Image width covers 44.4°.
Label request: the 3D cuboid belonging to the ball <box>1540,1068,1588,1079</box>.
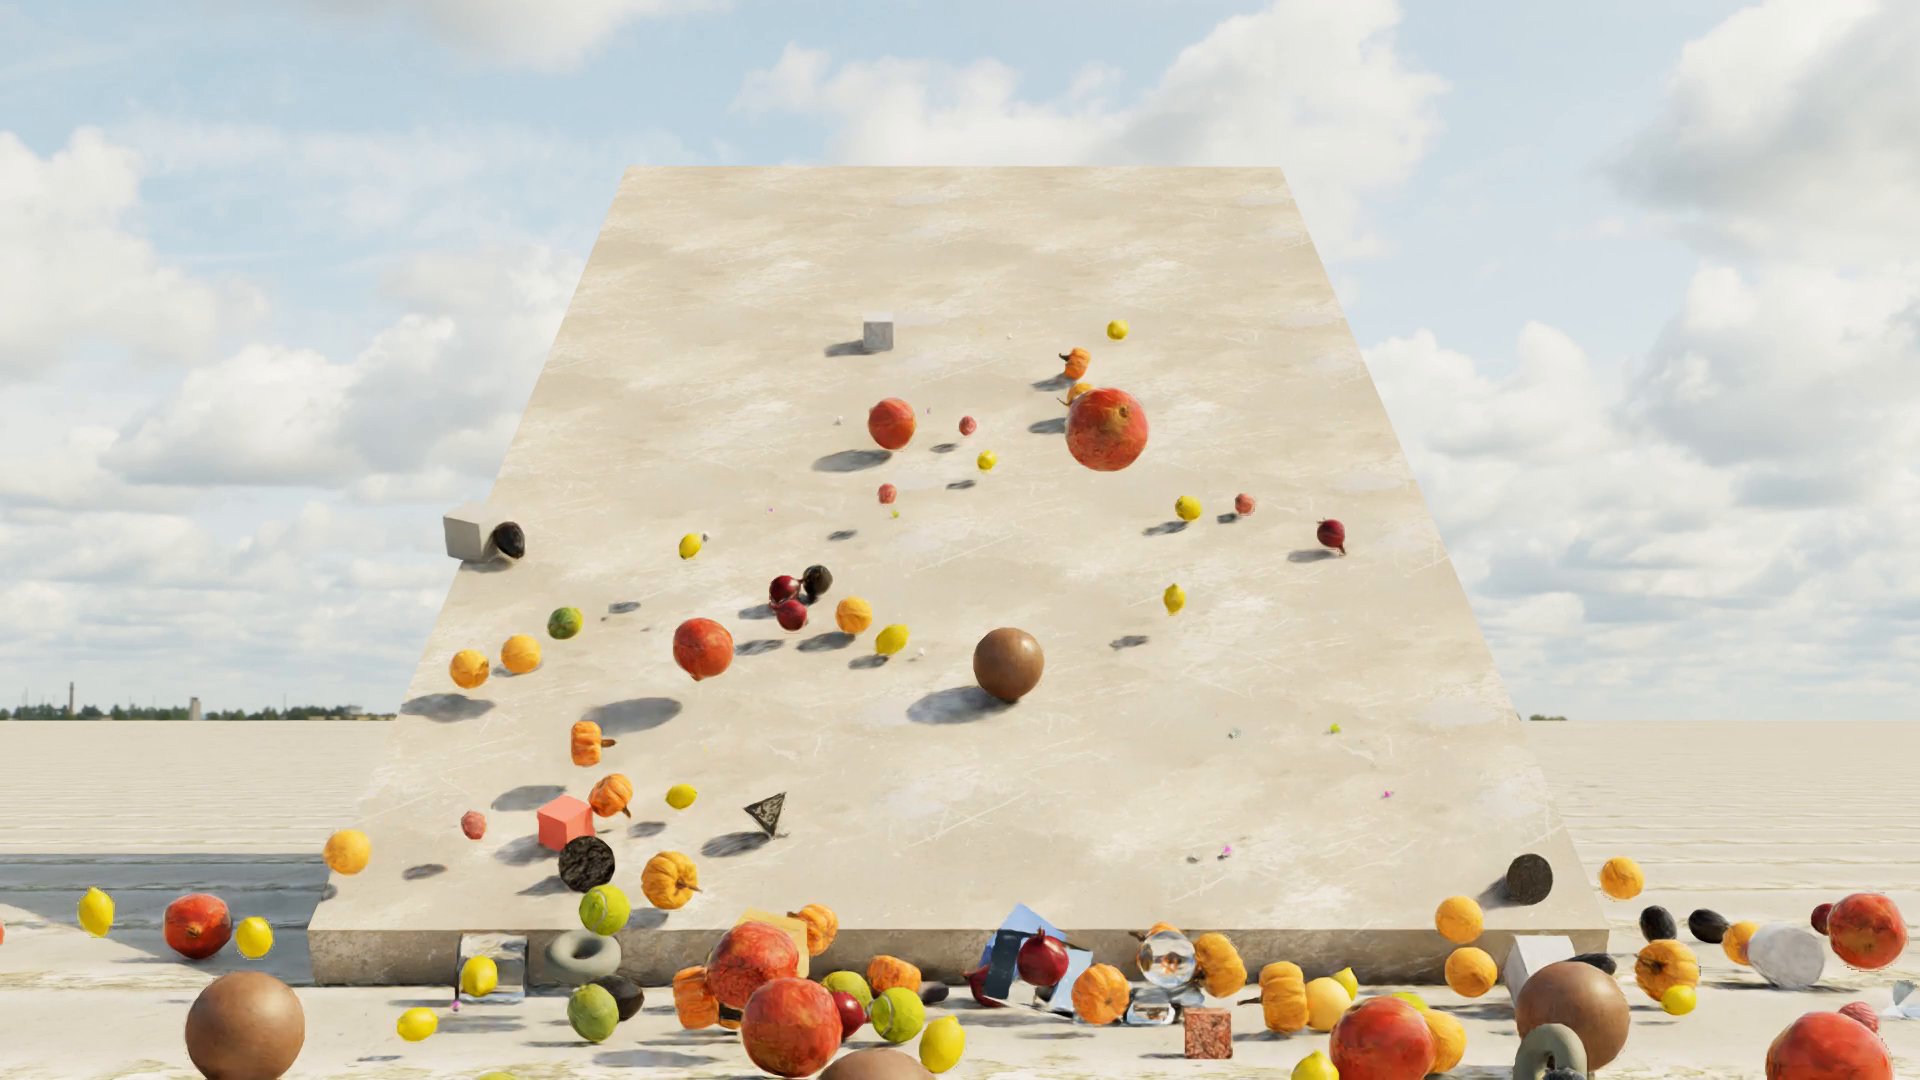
[{"bbox_3d":[0.609,0.563,2.373,0.060,0.060,0.060,0,-4,0],"label":"ball"}]

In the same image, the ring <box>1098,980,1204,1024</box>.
[{"bbox_3d":[0.261,0.631,3.214,0.147,0.049,0.147,1,-5,0],"label":"ring"}]

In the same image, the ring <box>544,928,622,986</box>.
[{"bbox_3d":[-0.564,0.623,3.521,0.115,0.038,0.115,1,26,0],"label":"ring"}]

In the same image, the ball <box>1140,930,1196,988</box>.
[{"bbox_3d":[0.281,0.568,3.186,0.078,0.078,0.078,0,-4,0],"label":"ball"}]

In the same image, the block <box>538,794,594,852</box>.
[{"bbox_3d":[-0.639,0.462,3.820,0.062,0.062,0.062,16,30,30],"label":"block"}]

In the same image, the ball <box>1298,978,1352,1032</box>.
[{"bbox_3d":[0.479,0.611,3.094,0.070,0.070,0.070,0,-4,0],"label":"ball"}]

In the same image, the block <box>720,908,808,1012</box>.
[{"bbox_3d":[-0.276,0.592,3.325,0.092,0.092,0.092,11,29,19],"label":"block"}]

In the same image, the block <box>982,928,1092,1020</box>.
[{"bbox_3d":[0.106,0.593,3.218,0.095,0.095,0.095,-1,-21,46],"label":"block"}]

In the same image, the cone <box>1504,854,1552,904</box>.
[{"bbox_3d":[0.879,0.531,3.715,0.081,0.081,0.081,1,-2,-16],"label":"cone"}]

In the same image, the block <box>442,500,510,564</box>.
[{"bbox_3d":[-0.981,-0.017,4.774,0.090,0.090,0.090,12,28,23],"label":"block"}]

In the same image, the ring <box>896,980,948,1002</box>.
[{"bbox_3d":[-0.056,0.658,3.430,0.078,0.026,0.078,0,-4,0],"label":"ring"}]

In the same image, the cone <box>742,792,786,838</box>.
[{"bbox_3d":[-0.306,0.435,3.835,0.071,0.071,0.071,40,-13,11],"label":"cone"}]

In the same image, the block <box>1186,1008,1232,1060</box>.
[{"bbox_3d":[0.303,0.603,2.875,0.054,0.054,0.054,0,-4,3],"label":"block"}]

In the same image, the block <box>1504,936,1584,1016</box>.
[{"bbox_3d":[0.809,0.605,3.267,0.077,0.077,0.077,0,39,-6],"label":"block"}]

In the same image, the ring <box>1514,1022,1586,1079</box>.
[{"bbox_3d":[0.615,0.552,2.455,0.032,0.097,0.097,19,-11,-23],"label":"ring"}]

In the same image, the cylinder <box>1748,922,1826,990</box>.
[{"bbox_3d":[1.267,0.638,3.612,0.094,0.094,0.094,0,-4,6],"label":"cylinder"}]

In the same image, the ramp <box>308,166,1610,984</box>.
[{"bbox_3d":[-0.010,-0.229,5.435,2.000,0.100,4.000,0,26,0],"label":"ramp"}]

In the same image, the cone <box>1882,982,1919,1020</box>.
[{"bbox_3d":[1.288,0.644,3.240,0.055,0.055,0.055,2,-30,-24],"label":"cone"}]

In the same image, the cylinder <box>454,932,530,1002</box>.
[{"bbox_3d":[-0.678,0.620,3.411,0.096,0.096,0.096,5,-5,-7],"label":"cylinder"}]

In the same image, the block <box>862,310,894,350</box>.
[{"bbox_3d":[-0.203,-0.520,5.834,0.075,0.075,0.075,-1,26,-2],"label":"block"}]

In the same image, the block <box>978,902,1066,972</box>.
[{"bbox_3d":[0.090,0.596,3.416,0.084,0.084,0.084,34,-31,12],"label":"block"}]
